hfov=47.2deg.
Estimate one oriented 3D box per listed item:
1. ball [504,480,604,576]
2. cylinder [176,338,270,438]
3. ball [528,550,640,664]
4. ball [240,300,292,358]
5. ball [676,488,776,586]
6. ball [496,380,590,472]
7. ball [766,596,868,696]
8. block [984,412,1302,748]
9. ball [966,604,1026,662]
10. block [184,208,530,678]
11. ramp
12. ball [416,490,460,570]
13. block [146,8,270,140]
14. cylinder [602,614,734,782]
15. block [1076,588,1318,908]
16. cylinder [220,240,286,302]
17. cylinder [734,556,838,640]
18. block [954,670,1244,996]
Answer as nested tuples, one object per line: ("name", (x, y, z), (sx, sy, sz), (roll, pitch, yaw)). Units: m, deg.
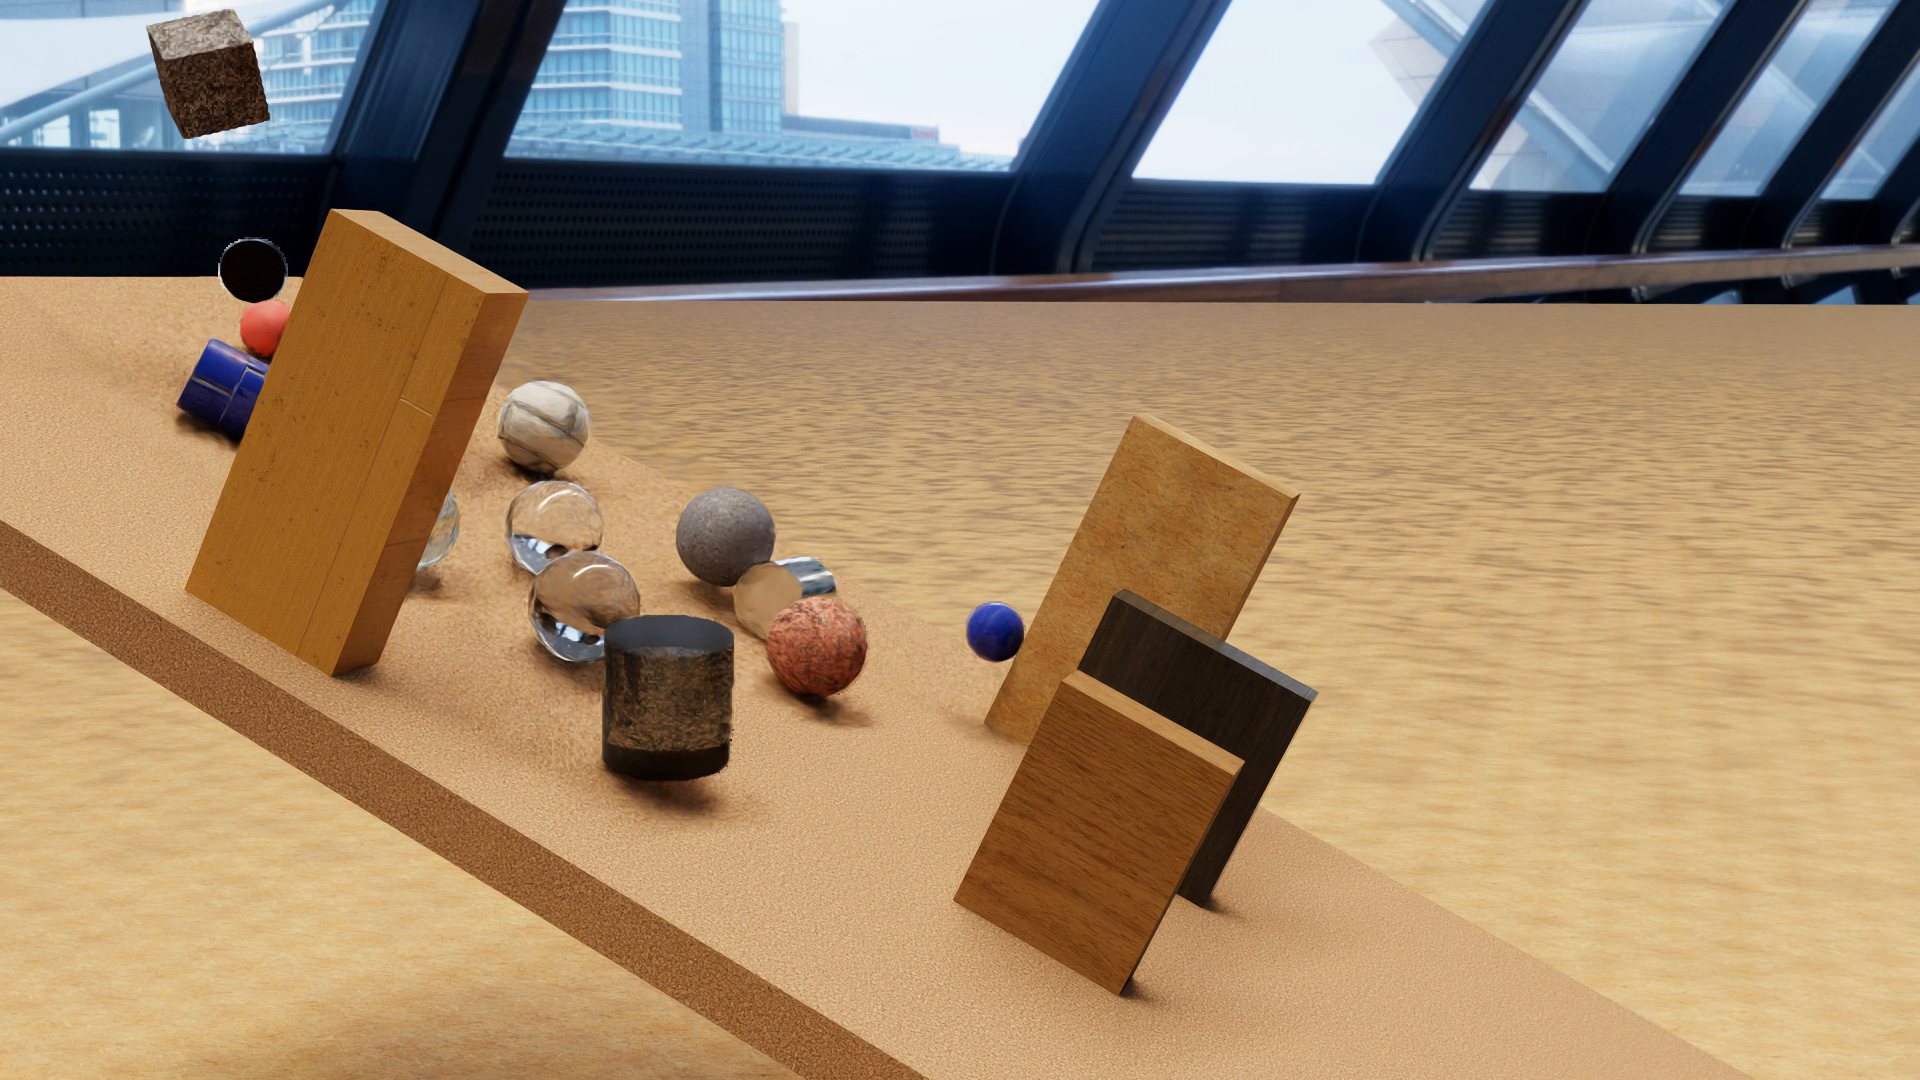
("ball", (-0.788, -0.022, 4.265), (0.191, 0.191, 0.191), (0, 7, 0))
("cylinder", (-1.404, -0.290, 4.230), (0.149, 0.149, 0.149), (27, -2, -18))
("ball", (-0.671, 0.120, 3.925), (0.200, 0.200, 0.200), (0, 7, 0))
("ball", (-1.501, -0.459, 4.777), (0.124, 0.124, 0.124), (0, 7, 0))
("ball", (-0.490, -0.006, 4.595), (0.207, 0.207, 0.207), (0, 7, 0))
("ball", (-0.920, -0.252, 4.864), (0.204, 0.204, 0.204), (0, 7, 0))
("ball", (-0.279, 0.208, 4.298), (0.197, 0.197, 0.197), (0, 7, 0))
("block", (0.375, 0.144, 4.572), (0.363, 0.726, 0.125), (28, 14, 12))
("ball", (0.074, 0.195, 4.615), (0.125, 0.125, 0.125), (0, 7, 0))
("block", (-0.951, -0.152, 3.457), (0.292, 0.664, 0.136), (28, 14, 12))
("ramp", (-0.252, 0.426, 4.164), (4.000, 0.100, 2.000), (28, 14, 12))
("ball", (-0.995, -0.036, 3.962), (0.185, 0.185, 0.185), (0, 7, 0))
("block", (-1.520, -0.944, 4.448), (0.174, 0.174, 0.174), (-18, 42, -21))
("cylinder", (-0.475, 0.254, 3.578), (0.210, 0.210, 0.210), (4, 17, -1))
("block", (0.391, 0.398, 4.224), (0.421, 0.457, 0.101), (28, 14, 12))
("cylinder", (-1.440, -0.550, 4.484), (0.125, 0.125, 0.125), (-2, 9, -17))
("cylinder", (-0.361, 0.120, 4.559), (0.160, 0.160, 0.160), (3, 5, 22))
("block", (0.230, 0.486, 3.668), (0.318, 0.428, 0.108), (28, 14, 12))
